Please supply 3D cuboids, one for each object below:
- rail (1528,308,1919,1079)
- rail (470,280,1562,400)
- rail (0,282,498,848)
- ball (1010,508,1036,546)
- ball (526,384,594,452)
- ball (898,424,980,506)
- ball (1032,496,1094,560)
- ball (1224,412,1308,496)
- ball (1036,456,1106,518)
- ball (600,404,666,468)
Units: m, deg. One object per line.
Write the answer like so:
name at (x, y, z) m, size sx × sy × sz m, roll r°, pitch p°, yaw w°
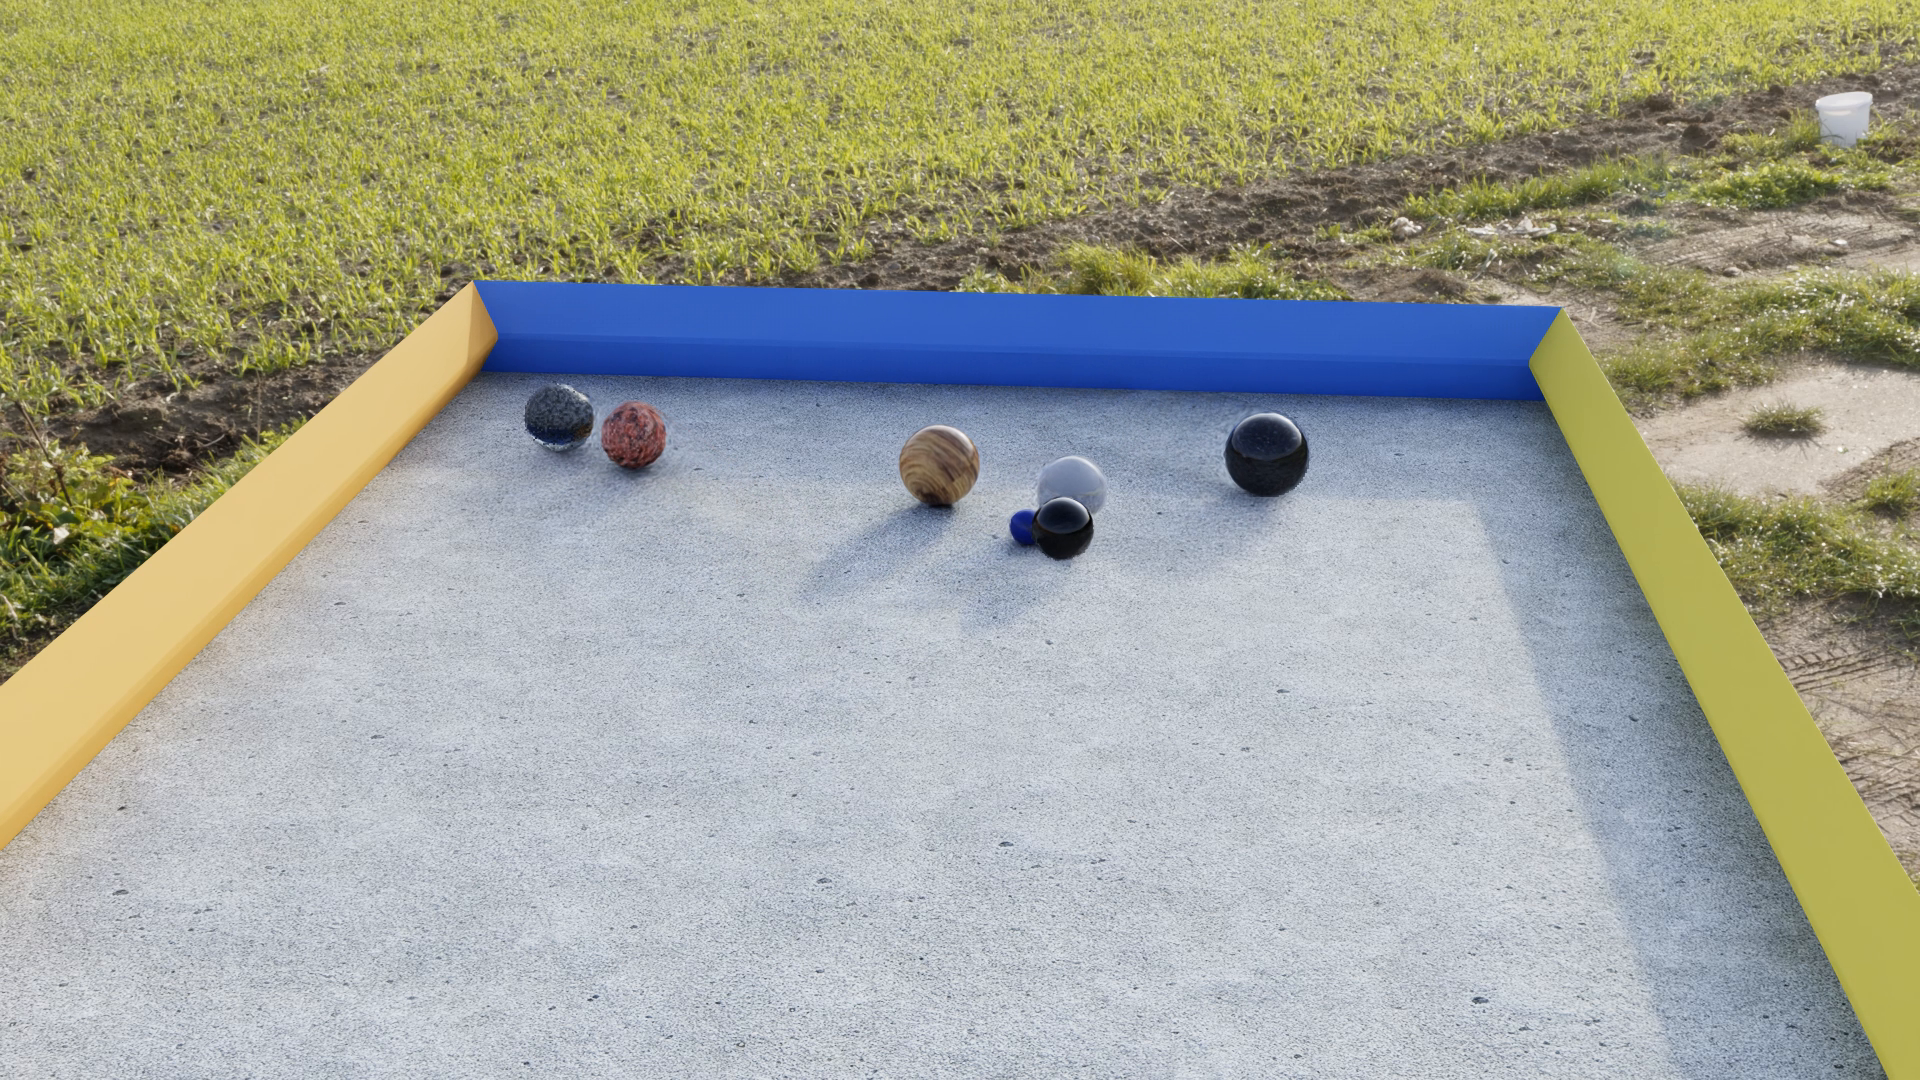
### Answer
rail at (0.644, 0.243, 1.662) m, size 0.045 × 0.128 × 2.679 m, roll 2°, pitch 22°, yaw 5°
rail at (0.059, -0.262, 2.941) m, size 1.464 × 0.128 × 0.045 m, roll 2°, pitch 22°, yaw 5°
rail at (-0.767, 0.195, 1.783) m, size 0.045 × 0.128 × 2.679 m, roll 2°, pitch 22°, yaw 5°
ball at (0.075, -0.014, 2.436) m, size 0.040 × 0.040 × 0.040 m, roll 0°, pitch 22°, yaw 0°
ball at (-0.495, -0.150, 2.723) m, size 0.083 × 0.083 × 0.083 m, roll 0°, pitch 22°, yaw 0°
ball at (-0.024, -0.087, 2.546) m, size 0.094 × 0.094 × 0.094 m, roll 0°, pitch 22°, yaw 0°
ball at (0.112, -0.013, 2.392) m, size 0.069 × 0.069 × 0.069 m, roll 0°, pitch 22°, yaw 0°
ball at (0.359, -0.101, 2.576) m, size 0.098 × 0.098 × 0.098 m, roll 0°, pitch 22°, yaw 0°
ball at (0.126, -0.056, 2.488) m, size 0.079 × 0.079 × 0.079 m, roll 0°, pitch 22°, yaw 0°
ball at (-0.396, -0.126, 2.666) m, size 0.079 × 0.079 × 0.079 m, roll 0°, pitch 22°, yaw 0°
